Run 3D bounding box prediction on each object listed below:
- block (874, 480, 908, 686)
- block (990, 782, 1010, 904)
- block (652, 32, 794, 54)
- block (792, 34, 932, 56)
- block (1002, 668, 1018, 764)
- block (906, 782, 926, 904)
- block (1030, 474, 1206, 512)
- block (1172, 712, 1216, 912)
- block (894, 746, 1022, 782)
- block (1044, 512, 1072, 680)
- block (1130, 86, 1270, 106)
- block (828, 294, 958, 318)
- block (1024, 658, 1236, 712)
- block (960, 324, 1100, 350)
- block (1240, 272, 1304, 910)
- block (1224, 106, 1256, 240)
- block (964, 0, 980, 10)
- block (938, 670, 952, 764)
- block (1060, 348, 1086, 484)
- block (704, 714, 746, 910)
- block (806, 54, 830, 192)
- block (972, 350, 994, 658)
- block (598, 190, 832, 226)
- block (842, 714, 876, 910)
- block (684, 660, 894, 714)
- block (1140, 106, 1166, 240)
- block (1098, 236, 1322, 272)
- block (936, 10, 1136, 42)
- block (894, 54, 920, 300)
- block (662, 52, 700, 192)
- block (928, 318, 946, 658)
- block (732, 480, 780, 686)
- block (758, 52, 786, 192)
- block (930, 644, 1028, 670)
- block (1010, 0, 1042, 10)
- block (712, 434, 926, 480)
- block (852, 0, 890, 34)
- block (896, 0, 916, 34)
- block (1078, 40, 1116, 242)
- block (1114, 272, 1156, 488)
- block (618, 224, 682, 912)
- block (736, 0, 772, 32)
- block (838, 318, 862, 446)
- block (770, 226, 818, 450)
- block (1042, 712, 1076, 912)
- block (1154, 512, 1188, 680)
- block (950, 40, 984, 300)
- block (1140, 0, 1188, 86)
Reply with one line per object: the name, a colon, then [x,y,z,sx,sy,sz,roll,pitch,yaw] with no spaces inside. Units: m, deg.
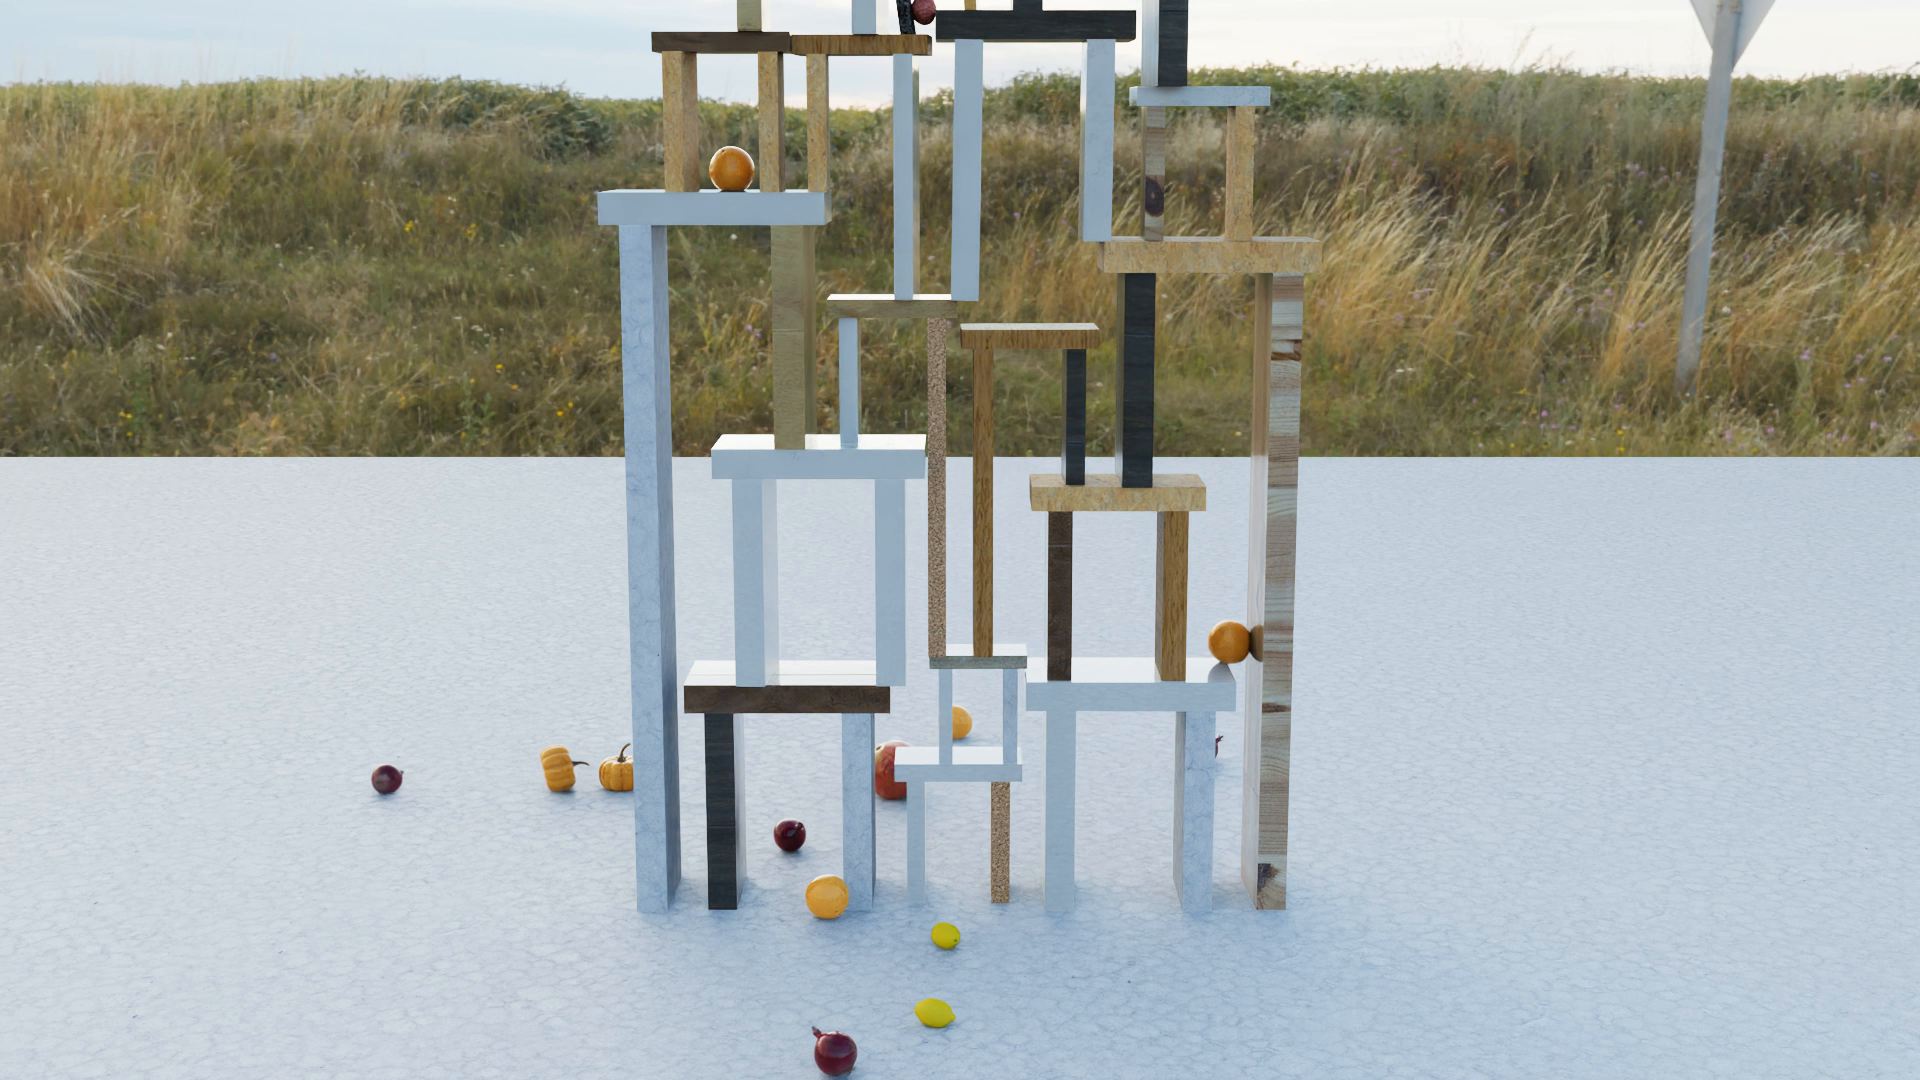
block: [-0.111,0.054,3.567,0.047,0.335,0.167,0,11,0]
block: [0.067,0.487,3.655,0.029,0.208,0.104,0,11,0]
block: [-0.365,-0.772,3.414,0.212,0.030,0.106,0,11,1]
block: [-0.151,-0.769,3.419,0.209,0.030,0.104,1,11,4]
block: [0.082,0.279,3.609,0.022,0.158,0.079,0,11,0]
block: [-0.072,0.487,3.655,0.029,0.208,0.104,0,11,0]
block: [0.251,-0.077,3.541,0.275,0.039,0.138,0,11,0]
block: [0.387,0.424,3.639,0.048,0.337,0.168,0,11,0]
block: [-0.003,0.370,3.634,0.208,0.029,0.104,0,11,0]
block: [0.159,0.078,3.569,0.039,0.275,0.138,0,11,0]
block: [0.373,-0.693,3.437,0.206,0.029,0.103,0,11,-2]
block: [-0.105,-0.371,3.485,0.203,0.029,0.102,0,11,0]
block: [0.274,0.236,3.603,0.337,0.048,0.168,0,11,0]
block: [0.109,-0.324,3.498,0.216,0.031,0.108,0,11,-1]
block: [0.506,0.080,3.580,0.048,1.035,0.168,0,11,-2]
block: [0.440,-0.577,3.458,0.029,0.206,0.103,0,11,0]
block: [0.014,-0.884,3.399,0.019,0.132,0.066,-3,10,6]
block: [-0.023,0.279,3.609,0.022,0.158,0.079,0,11,0]
block: [0.182,-0.204,3.524,0.031,0.216,0.108,0,11,-1]
block: [-0.388,0.426,3.644,0.047,0.331,0.166,0,11,0]
block: [-0.221,-0.651,3.436,0.030,0.209,0.104,0,11,-1]
block: [0.037,-0.065,3.546,0.031,0.497,0.108,0,11,-1]
block: [-0.382,-0.525,3.466,0.348,0.049,0.174,0,11,0]
block: [-0.167,0.426,3.644,0.047,0.331,0.166,0,11,0]
block: [-0.278,0.240,3.609,0.331,0.047,0.166,0,11,0]
block: [0.303,-0.577,3.458,0.029,0.206,0.103,0,11,0]
block: [0.391,-0.452,3.480,0.337,0.048,0.168,0,11,0]
block: [0.115,-0.796,3.410,0.305,0.043,0.153,0,11,0]
block: [-0.083,-0.567,3.436,0.030,0.374,0.104,1,11,5]
block: [-0.433,-0.649,3.416,0.030,0.212,0.106,1,11,6]
block: [-0.037,-0.089,3.539,0.029,0.546,0.102,0,11,0]
block: [-0.330,0.055,3.565,0.047,0.335,0.167,1,11,3]
block: [-0.294,-0.652,3.434,0.030,0.212,0.106,0,11,1]
block: [0.029,0.190,3.592,0.158,0.022,0.079,0,11,0]
block: [0.103,-0.975,3.379,0.045,0.320,0.160,0,11,0]
block: [-0.223,-0.134,3.535,0.335,0.047,0.167,0,11,0]
block: [-0.138,-0.917,3.386,0.038,0.273,0.135,1,11,6]
block: [-0.092,-0.866,3.399,0.019,0.167,0.066,-7,10,5]
block: [0.213,-0.625,3.443,0.043,0.305,0.153,1,11,0]
block: [0.279,-0.263,3.515,0.048,0.337,0.168,0,11,0]
block: [-0.500,0.045,3.569,0.049,1.109,0.174,0,11,0]
block: [-0.319,-0.919,3.385,0.038,0.269,0.135,0,11,1]
block: [-0.175,-0.258,3.512,0.029,0.203,0.102,0,11,0]
block: [-0.263,-0.329,3.500,0.049,0.348,0.174,0,11,2]
block: [0.162,0.424,3.639,0.048,0.337,0.168,0,11,0]
block: [0.343,0.077,3.569,0.039,0.275,0.138,0,10,0]
block: [0.010,-0.580,3.449,0.043,0.396,0.153,1,11,0]
block: [0.317,-0.919,3.390,0.045,0.433,0.160,-1,11,-5]
